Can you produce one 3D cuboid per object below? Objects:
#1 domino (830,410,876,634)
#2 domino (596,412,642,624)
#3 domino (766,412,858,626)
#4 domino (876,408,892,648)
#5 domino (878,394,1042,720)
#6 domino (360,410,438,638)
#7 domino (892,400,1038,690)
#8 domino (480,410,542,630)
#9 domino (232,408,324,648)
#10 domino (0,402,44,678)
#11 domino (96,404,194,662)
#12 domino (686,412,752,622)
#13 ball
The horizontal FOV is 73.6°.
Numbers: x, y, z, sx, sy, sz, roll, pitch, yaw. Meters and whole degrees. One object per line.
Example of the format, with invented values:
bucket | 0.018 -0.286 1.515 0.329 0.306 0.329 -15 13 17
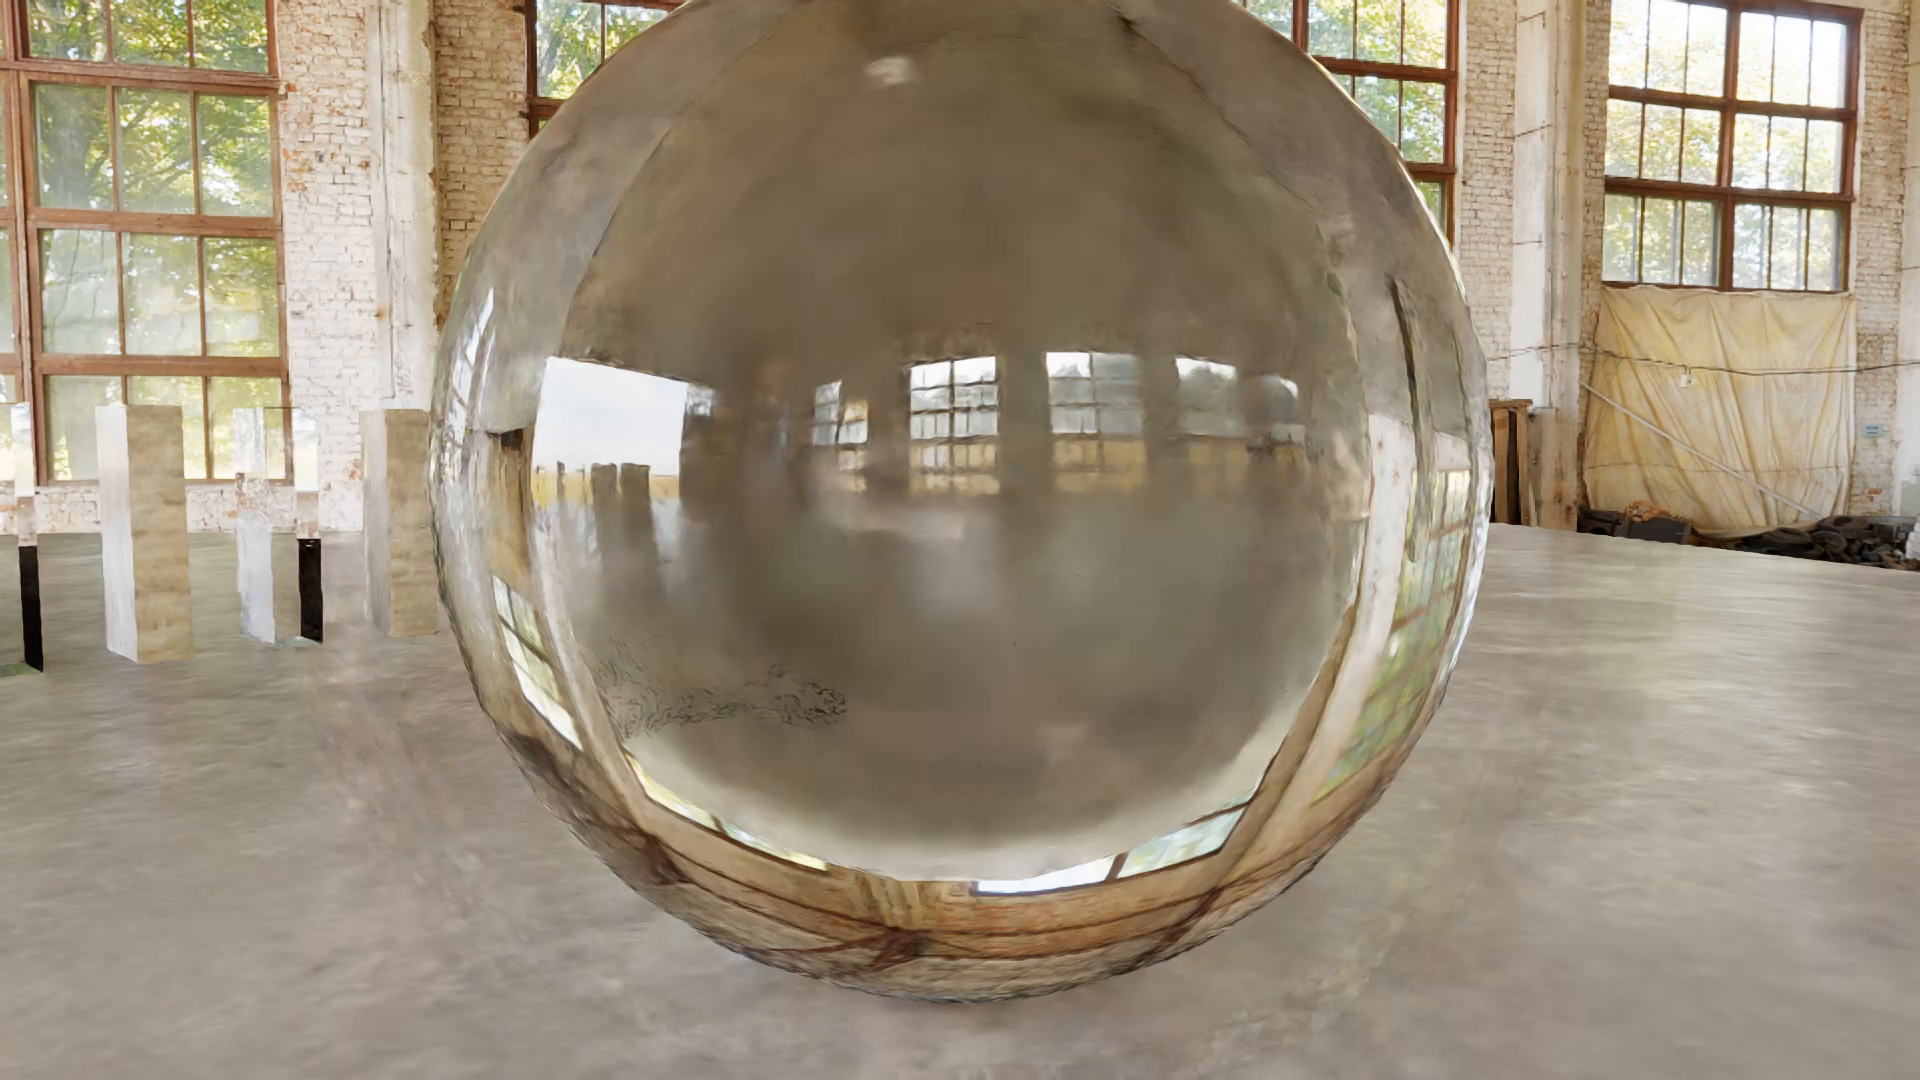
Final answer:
domino | -0.017 -0.005 0.296 0.025 0.050 0.010 -3 5 -38
domino | -0.084 -0.006 0.315 0.009 0.050 0.025 -1 4 -16
domino | -0.036 -0.006 0.312 0.010 0.050 0.025 2 5 27
domino | -0.005 -0.003 0.275 0.025 0.050 0.009 -2 5 -21
domino | 0.000 0.002 0.201 0.025 0.050 0.009 0 4 0
domino | -0.128 -0.004 0.293 0.010 0.050 0.025 -3 5 -37
domino | 0.001 0.001 0.226 0.025 0.050 0.009 0 4 2
domino | -0.107 -0.005 0.306 0.009 0.050 0.025 -2 5 -27
domino | -0.147 -0.003 0.277 0.009 0.050 0.025 -4 6 -43
domino | -0.183 -0.001 0.242 0.025 0.050 0.010 4 6 43
domino | -0.165 -0.002 0.260 0.009 0.050 0.025 -4 6 -45
domino | -0.060 -0.006 0.319 0.009 0.050 0.025 0 4 4
ball | 0.000 -0.005 0.103 0.080 0.080 0.080 0 4 0
